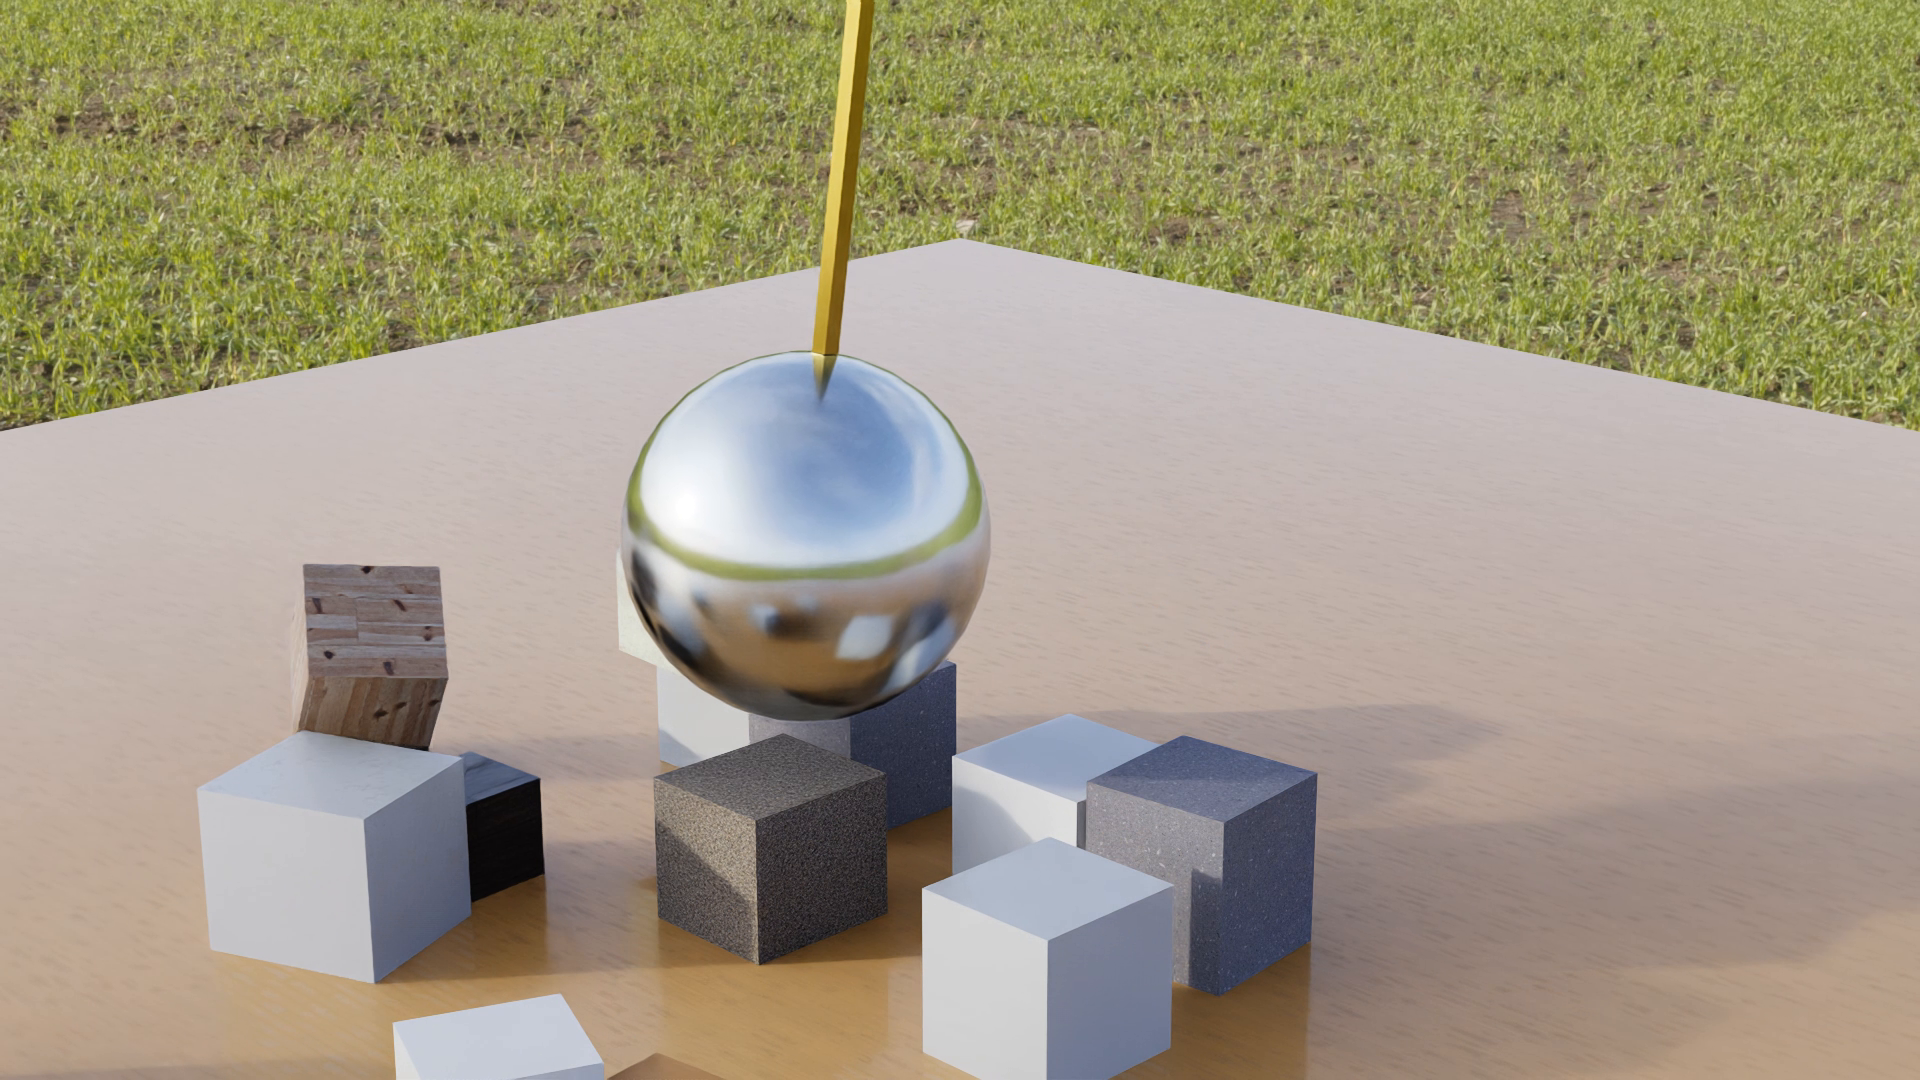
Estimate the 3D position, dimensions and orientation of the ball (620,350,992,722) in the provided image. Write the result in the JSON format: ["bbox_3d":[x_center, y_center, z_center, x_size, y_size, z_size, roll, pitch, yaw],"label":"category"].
[{"bbox_3d":[-0.663,-0.017,12.641,1.600,1.600,1.600,0,17,0],"label":"ball"}]

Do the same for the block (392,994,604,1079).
[{"bbox_3d":[-1.667,2.099,10.644,0.629,0.612,0.592,-7,19,-21],"label":"block"}]

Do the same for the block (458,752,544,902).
[{"bbox_3d":[-2.267,1.315,13.373,0.496,0.472,0.519,15,23,39],"label":"block"}]

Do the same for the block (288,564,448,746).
[{"bbox_3d":[-2.688,0.529,13.290,0.609,0.603,0.591,2,55,-19],"label":"block"}]

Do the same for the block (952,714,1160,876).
[{"bbox_3d":[0.504,1.278,13.183,0.763,0.656,0.760,-17,24,-42],"label":"block"}]

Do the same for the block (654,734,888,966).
[{"bbox_3d":[-0.831,1.349,12.934,0.757,0.670,0.682,-16,24,-42],"label":"block"}]

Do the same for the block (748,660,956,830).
[{"bbox_3d":[-0.519,0.934,14.165,0.694,0.725,0.727,-16,24,-42],"label":"block"}]

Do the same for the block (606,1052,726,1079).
[{"bbox_3d":[-1.048,2.236,10.323,0.574,0.544,0.573,13,22,36],"label":"block"}]

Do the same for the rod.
[{"bbox_3d":[-0.287,-3.333,11.993,0.080,5.200,0.080,17,15,42],"label":"rod"}]

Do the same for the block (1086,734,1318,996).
[{"bbox_3d":[1.034,1.386,12.621,0.705,0.787,0.706,14,22,37],"label":"block"}]

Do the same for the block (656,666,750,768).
[{"bbox_3d":[-1.023,0.826,14.693,0.660,0.614,0.739,-17,24,-42],"label":"block"}]

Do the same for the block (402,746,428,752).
[{"bbox_3d":[-2.974,0.892,14.602,0.507,0.542,0.541,1,17,3],"label":"block"}]

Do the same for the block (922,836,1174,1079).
[{"bbox_3d":[0.350,1.712,11.701,0.729,0.717,0.682,-17,24,-42],"label":"block"}]

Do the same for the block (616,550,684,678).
[{"bbox_3d":[-1.276,0.299,14.481,0.617,0.518,0.559,-15,23,-39],"label":"block"}]

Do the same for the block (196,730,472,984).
[{"bbox_3d":[-2.709,1.363,12.756,0.844,0.751,0.755,7,19,22],"label":"block"}]
